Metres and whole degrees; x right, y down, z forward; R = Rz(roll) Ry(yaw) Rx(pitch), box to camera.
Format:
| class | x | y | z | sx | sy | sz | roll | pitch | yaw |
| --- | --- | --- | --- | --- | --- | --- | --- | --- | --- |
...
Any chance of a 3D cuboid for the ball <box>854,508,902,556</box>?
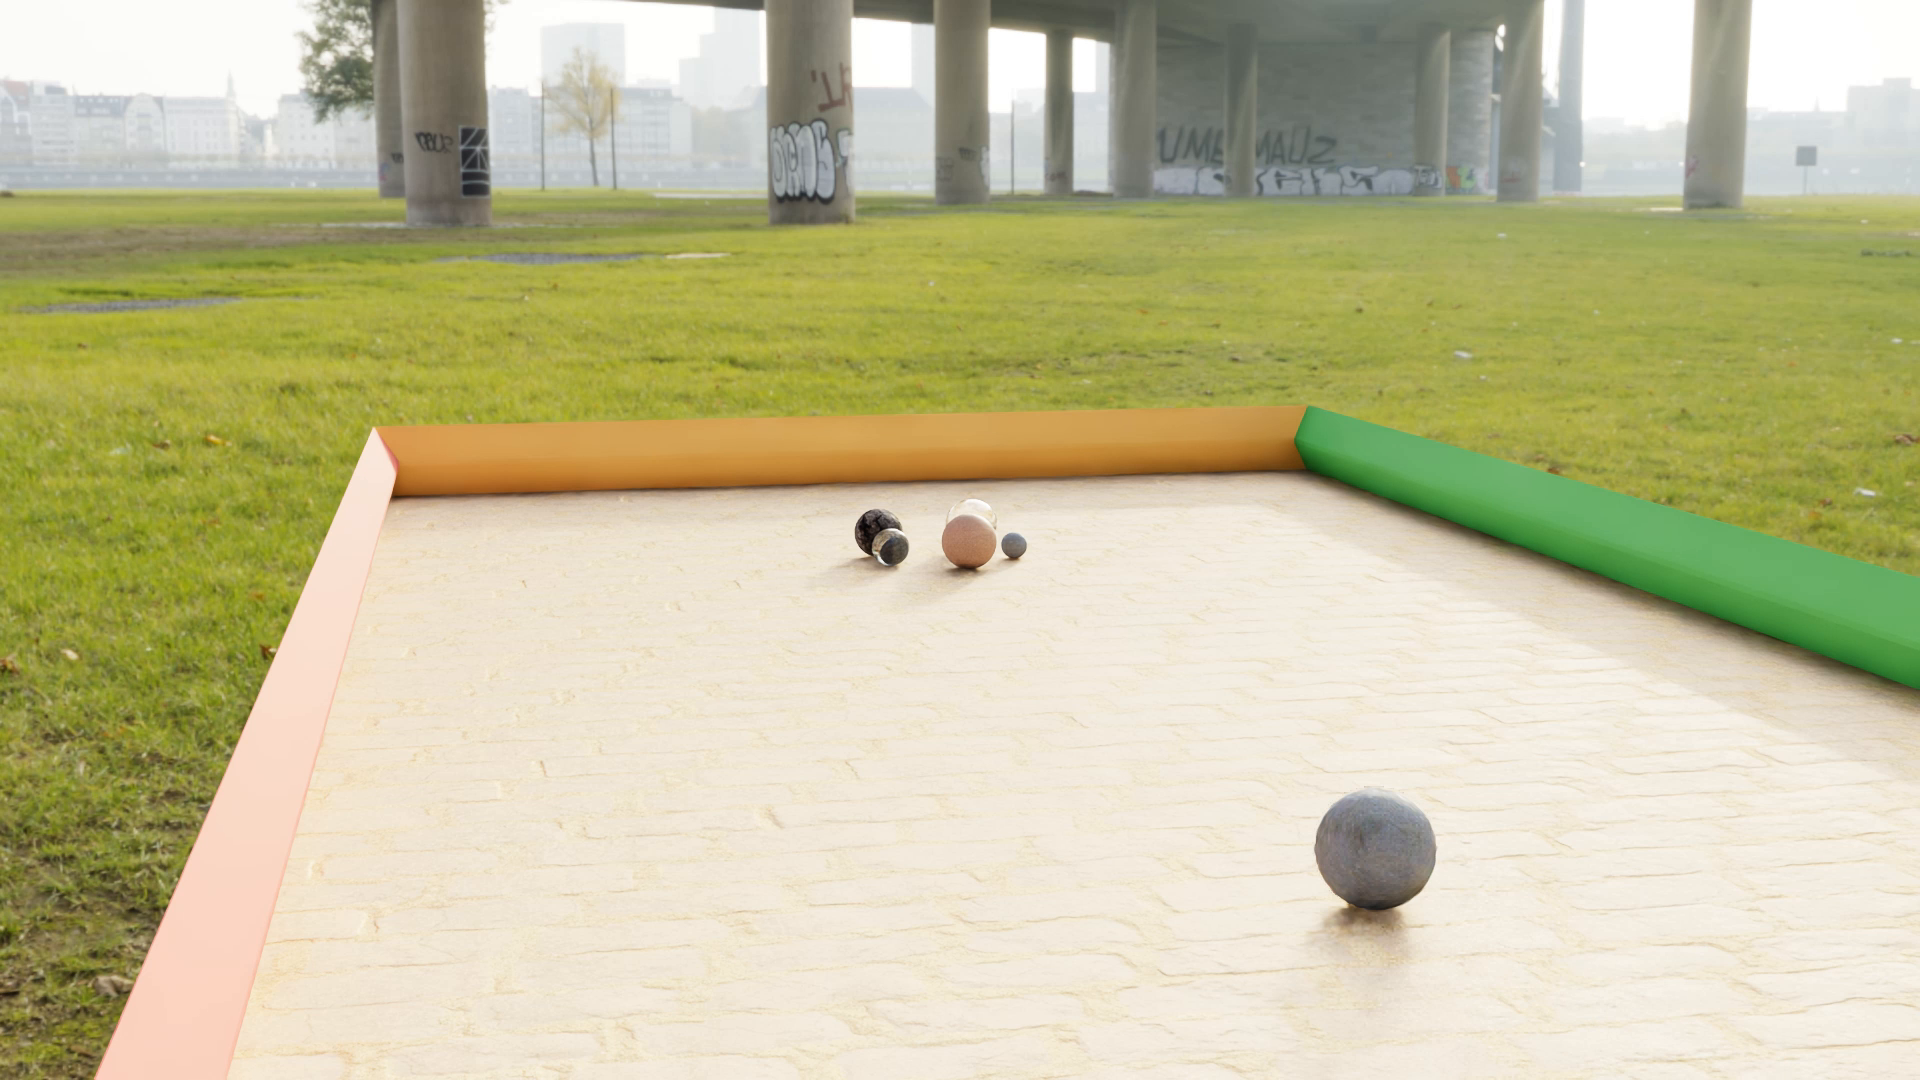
| class | x | y | z | sx | sy | sz | roll | pitch | yaw |
| --- | --- | --- | --- | --- | --- | --- | --- | --- | --- |
| ball | -0.124 | -0.011 | 3.337 | 0.074 | 0.074 | 0.074 | 0 | 10 | 0 |

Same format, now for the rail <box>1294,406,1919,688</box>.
| class | x | y | z | sx | sy | sz | roll | pitch | yaw |
| --- | --- | --- | --- | --- | --- | --- | --- | --- | --- |
| rail | 1.031 | 0.083 | 2.614 | 0.045 | 0.124 | 3.535 | -2 | 10 | -12 |

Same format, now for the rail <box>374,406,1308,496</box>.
| class | x | y | z | sx | sy | sz | roll | pitch | yaw |
| --- | --- | --- | --- | --- | --- | --- | --- | --- | --- |
| rail | -0.180 | -0.168 | 4.116 | 1.778 | 0.124 | 0.045 | -2 | 10 | -12 |

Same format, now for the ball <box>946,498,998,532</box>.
| class | x | y | z | sx | sy | sz | roll | pitch | yaw |
| --- | --- | --- | --- | --- | --- | --- | --- | --- | --- |
| ball | 0.018 | -0.023 | 3.386 | 0.081 | 0.081 | 0.081 | 0 | 10 | 0 |

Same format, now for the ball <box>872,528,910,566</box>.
| class | x | y | z | sx | sy | sz | roll | pitch | yaw |
| --- | --- | --- | --- | --- | --- | --- | --- | --- | --- |
| ball | -0.103 | 0.010 | 3.261 | 0.056 | 0.056 | 0.056 | 0 | 10 | 0 |

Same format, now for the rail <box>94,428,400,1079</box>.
| class | x | y | z | sx | sy | sz | roll | pitch | yaw |
| --- | --- | --- | --- | --- | --- | --- | --- | --- | --- |
| rail | -0.661 | 0.143 | 2.256 | 0.045 | 0.124 | 3.535 | -2 | 10 | -12 |

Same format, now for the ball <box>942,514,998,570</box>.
| class | x | y | z | sx | sy | sz | roll | pitch | yaw |
| --- | --- | --- | --- | --- | --- | --- | --- | --- | --- |
| ball | 0.014 | 0.002 | 3.234 | 0.082 | 0.082 | 0.082 | 0 | 10 | 0 |

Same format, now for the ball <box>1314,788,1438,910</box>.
| class | x | y | z | sx | sy | sz | roll | pitch | yaw |
| --- | --- | --- | --- | --- | --- | --- | --- | --- | --- |
| ball | 0.329 | 0.245 | 1.742 | 0.096 | 0.096 | 0.096 | 0 | 10 | 0 |

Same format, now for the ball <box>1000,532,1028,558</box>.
| class | x | y | z | sx | sy | sz | roll | pitch | yaw |
| --- | --- | --- | --- | --- | --- | --- | --- | --- | --- |
| ball | 0.082 | 0.008 | 3.327 | 0.040 | 0.040 | 0.040 | 0 | 10 | 0 |
